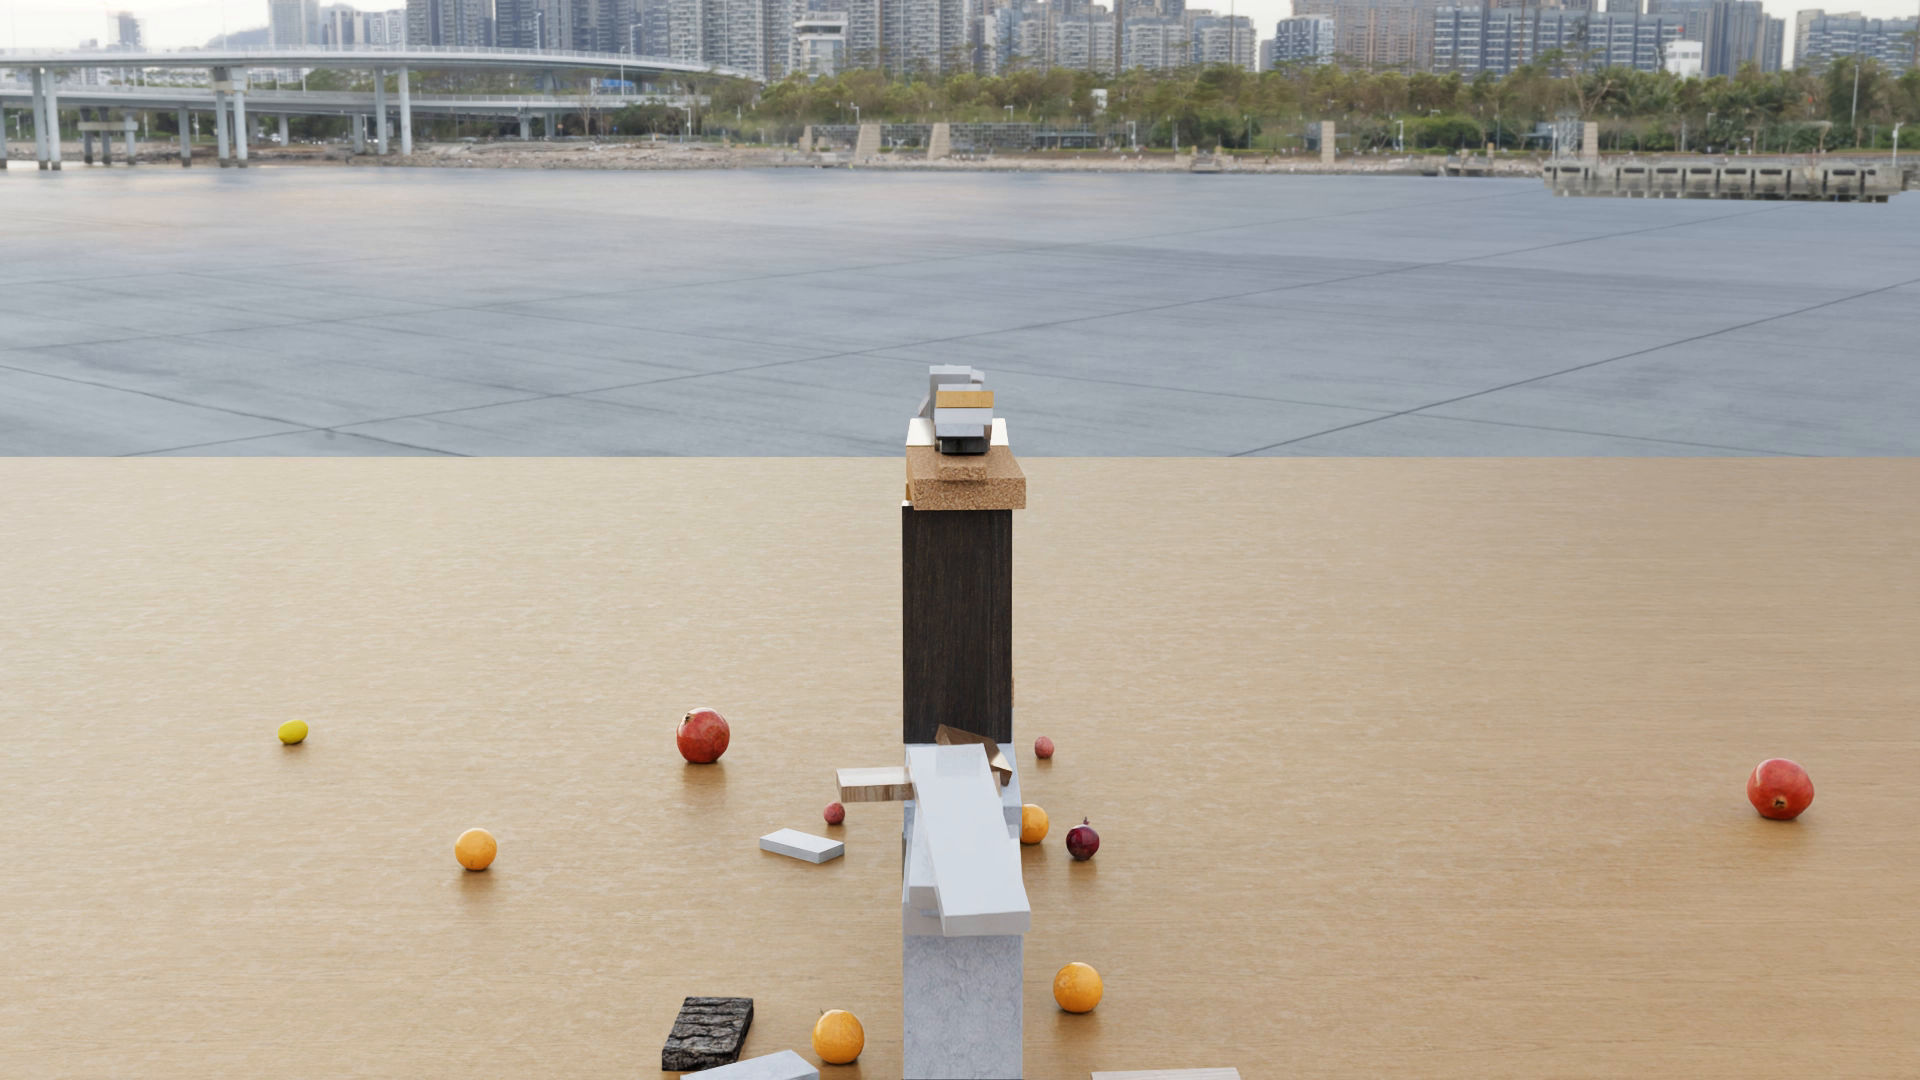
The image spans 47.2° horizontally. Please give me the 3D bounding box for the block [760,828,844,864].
[{"bbox_3d":[-0.279,0.540,3.884,0.139,0.020,0.069,8,13,37],"label":"block"}]

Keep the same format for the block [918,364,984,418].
[{"bbox_3d":[-0.016,-0.251,3.790,0.070,0.020,0.140,11,-33,-17],"label":"block"}]

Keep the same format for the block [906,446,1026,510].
[{"bbox_3d":[0.005,-0.095,3.299,0.160,0.045,0.319,-1,11,-3],"label":"block"}]

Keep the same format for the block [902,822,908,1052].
[{"bbox_3d":[0.000,0.547,3.032,0.158,0.317,0.045,0,11,0],"label":"block"}]

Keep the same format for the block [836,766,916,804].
[{"bbox_3d":[-0.084,0.333,3.008,0.165,0.023,0.082,-2,11,-8],"label":"block"}]

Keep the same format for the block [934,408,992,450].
[{"bbox_3d":[0.004,-0.167,3.332,0.086,0.024,0.174,0,-10,-1],"label":"block"}]

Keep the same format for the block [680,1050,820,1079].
[{"bbox_3d":[-0.278,0.718,2.915,0.165,0.023,0.082,-6,12,-31],"label":"block"}]

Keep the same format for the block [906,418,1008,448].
[{"bbox_3d":[-0.004,-0.156,3.621,0.161,0.046,0.321,0,11,0],"label":"block"}]

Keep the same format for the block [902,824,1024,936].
[{"bbox_3d":[0.004,0.429,2.801,0.147,0.042,0.294,0,11,0],"label":"block"}]

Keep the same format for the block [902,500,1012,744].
[{"bbox_3d":[-0.004,0.121,3.235,0.160,0.356,0.045,0,11,0],"label":"block"}]

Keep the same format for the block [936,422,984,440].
[{"bbox_3d":[0.000,-0.157,3.197,0.067,0.019,0.135,0,0,0],"label":"block"}]

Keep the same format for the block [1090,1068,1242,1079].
[{"bbox_3d":[0.273,0.724,2.870,0.193,0.027,0.097,-1,11,-5],"label":"block"}]

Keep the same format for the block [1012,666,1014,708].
[{"bbox_3d":[-0.001,0.210,3.666,0.175,0.049,0.349,0,11,0],"label":"block"}]

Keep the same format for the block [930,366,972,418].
[{"bbox_3d":[-0.016,-0.203,3.795,0.070,0.254,0.020,0,49,0],"label":"block"}]

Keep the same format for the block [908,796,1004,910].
[{"bbox_3d":[-0.003,0.376,2.660,0.108,0.031,0.217,1,22,1],"label":"block"}]

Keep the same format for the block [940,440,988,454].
[{"bbox_3d":[0.005,-0.138,3.286,0.068,0.019,0.135,0,0,-2],"label":"block"}]

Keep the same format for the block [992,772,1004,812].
[{"bbox_3d":[0.000,0.349,2.863,0.108,0.031,0.217,0,11,-1],"label":"block"}]

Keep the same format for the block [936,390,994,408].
[{"bbox_3d":[0.006,-0.208,3.403,0.086,0.024,0.172,0,-3,-1],"label":"block"}]

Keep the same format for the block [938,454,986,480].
[{"bbox_3d":[0.003,-0.107,3.186,0.067,0.019,0.135,0,11,-1],"label":"block"}]

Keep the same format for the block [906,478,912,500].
[{"bbox_3d":[-0.004,0.065,3.439,0.160,0.320,0.045,0,11,0],"label":"block"}]

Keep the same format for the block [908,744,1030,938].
[{"bbox_3d":[0.006,0.352,2.641,0.097,0.027,0.407,-2,22,-7],"label":"block"}]

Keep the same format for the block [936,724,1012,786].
[{"bbox_3d":[0.018,0.303,3.102,0.082,0.023,0.165,17,7,-12],"label":"block"}]

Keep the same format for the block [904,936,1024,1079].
[{"bbox_3d":[0.004,0.614,2.736,0.147,0.294,0.042,0,10,0],"label":"block"}]

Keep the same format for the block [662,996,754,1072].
[{"bbox_3d":[-0.350,0.688,3.067,0.097,0.027,0.193,1,11,3],"label":"block"}]

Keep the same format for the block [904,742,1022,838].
[{"bbox_3d":[0.002,0.350,3.103,0.158,0.045,0.317,0,11,-1],"label":"block"}]

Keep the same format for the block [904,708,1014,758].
[{"bbox_3d":[-0.001,0.427,3.588,0.175,0.349,0.049,0,11,0],"label":"block"}]

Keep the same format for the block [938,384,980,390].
[{"bbox_3d":[-0.001,-0.233,3.680,0.070,0.020,0.140,0,-12,0],"label":"block"}]

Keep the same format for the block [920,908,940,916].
[{"bbox_3d":[0.005,0.407,2.725,0.108,0.031,0.243,0,11,-1],"label":"block"}]
